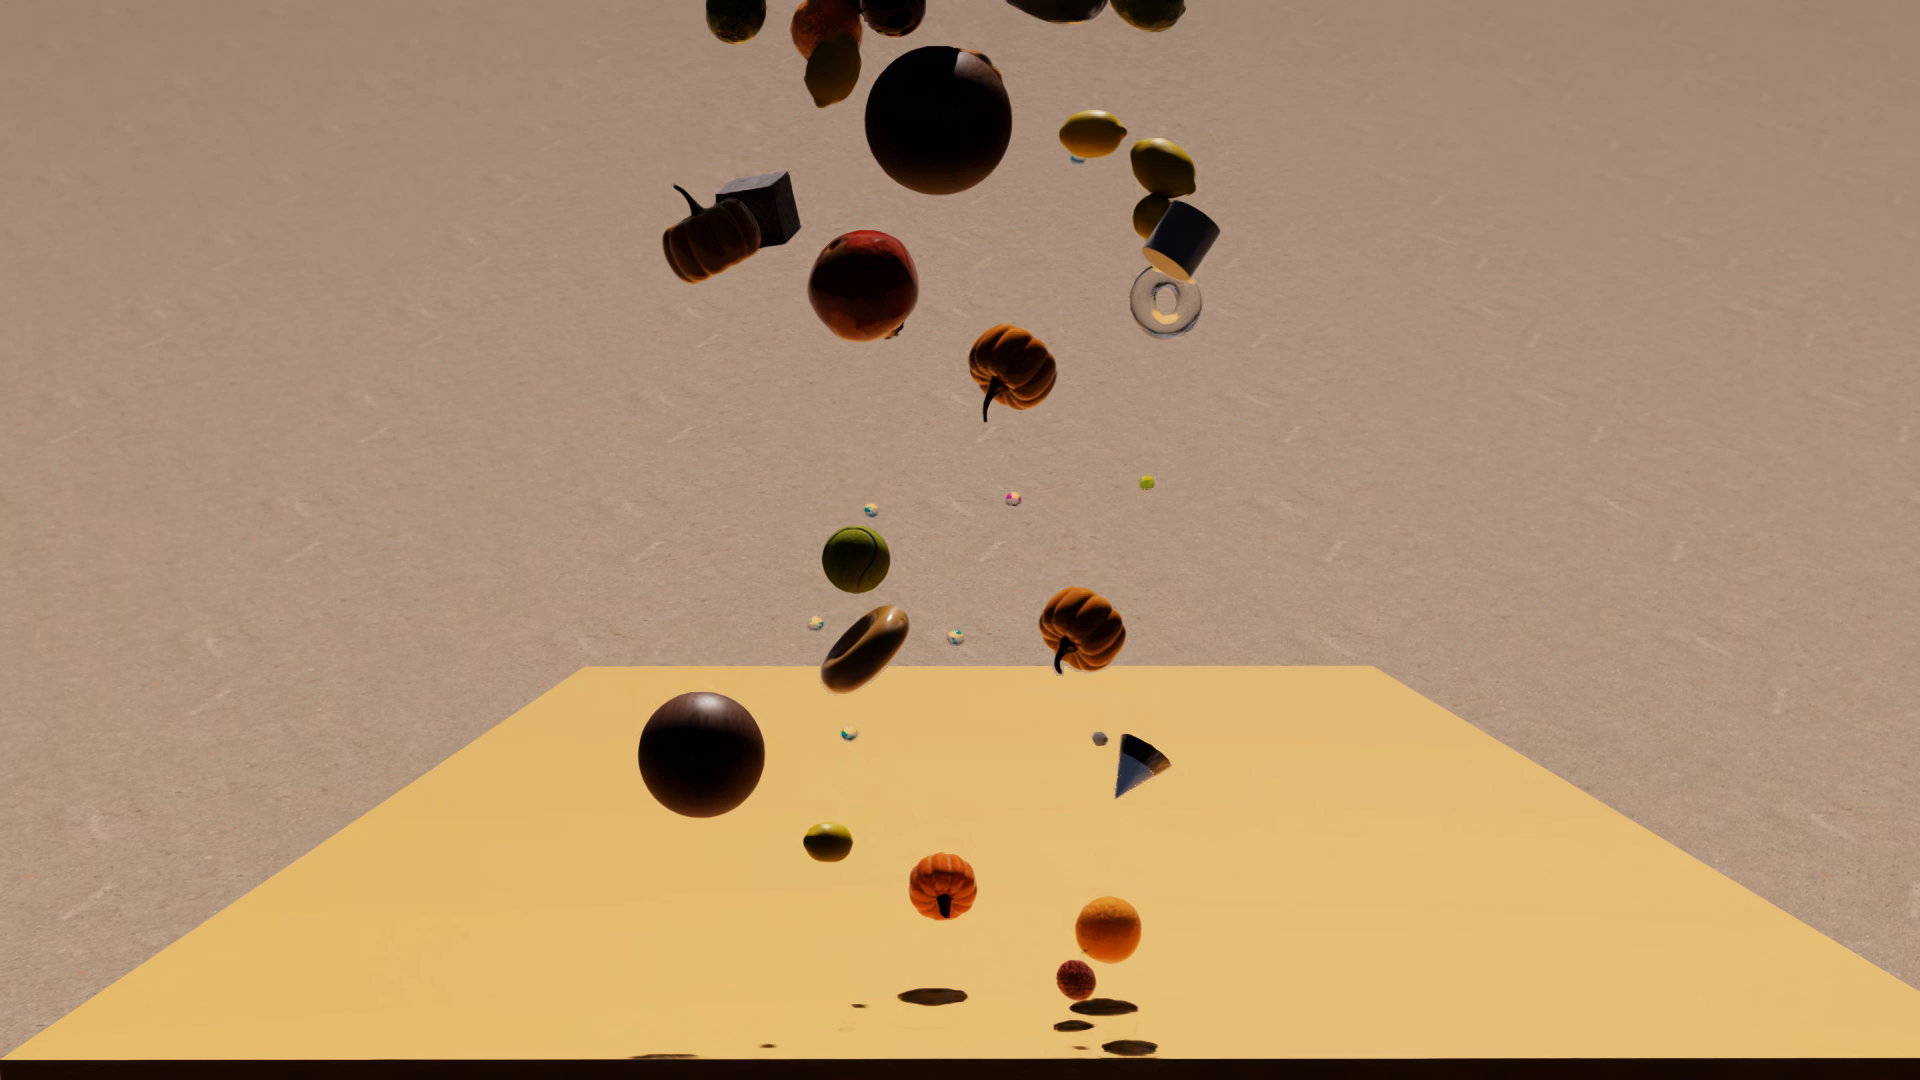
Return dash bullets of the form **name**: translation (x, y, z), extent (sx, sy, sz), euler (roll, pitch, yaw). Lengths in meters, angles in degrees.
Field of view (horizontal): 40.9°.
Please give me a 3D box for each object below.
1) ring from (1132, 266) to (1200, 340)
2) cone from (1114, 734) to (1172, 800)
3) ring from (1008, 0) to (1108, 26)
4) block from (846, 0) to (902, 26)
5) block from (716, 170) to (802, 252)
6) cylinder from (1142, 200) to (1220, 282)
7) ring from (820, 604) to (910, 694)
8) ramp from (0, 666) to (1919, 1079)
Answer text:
- **ring**: translation (0.201, -0.232, 2.508), extent (0.076, 0.076, 0.025), euler (-14, -7, -31)
- **cone**: translation (0.180, 0.248, 2.710), extent (0.063, 0.063, 0.063), euler (20, 68, 40)
- **ring**: translation (0.075, -0.528, 2.377), extent (0.139, 0.046, 0.139), euler (20, 37, -16)
- **block**: translation (-0.086, -0.581, 2.527), extent (0.088, 0.088, 0.088), euler (42, 79, 9)
- **block**: translation (-0.198, -0.323, 2.527), extent (0.059, 0.059, 0.059), euler (-7, 21, 15)
- **cylinder**: translation (0.200, -0.271, 2.333), extent (0.052, 0.052, 0.052), euler (33, -8, 5)
- **ring**: translation (-0.094, 0.108, 2.535), extent (0.108, 0.036, 0.108), euler (-42, 13, 12)
- **ramp**: translation (0.051, 0.466, 4.534), extent (2.000, 0.100, 4.000), euler (0, 3, 0)
